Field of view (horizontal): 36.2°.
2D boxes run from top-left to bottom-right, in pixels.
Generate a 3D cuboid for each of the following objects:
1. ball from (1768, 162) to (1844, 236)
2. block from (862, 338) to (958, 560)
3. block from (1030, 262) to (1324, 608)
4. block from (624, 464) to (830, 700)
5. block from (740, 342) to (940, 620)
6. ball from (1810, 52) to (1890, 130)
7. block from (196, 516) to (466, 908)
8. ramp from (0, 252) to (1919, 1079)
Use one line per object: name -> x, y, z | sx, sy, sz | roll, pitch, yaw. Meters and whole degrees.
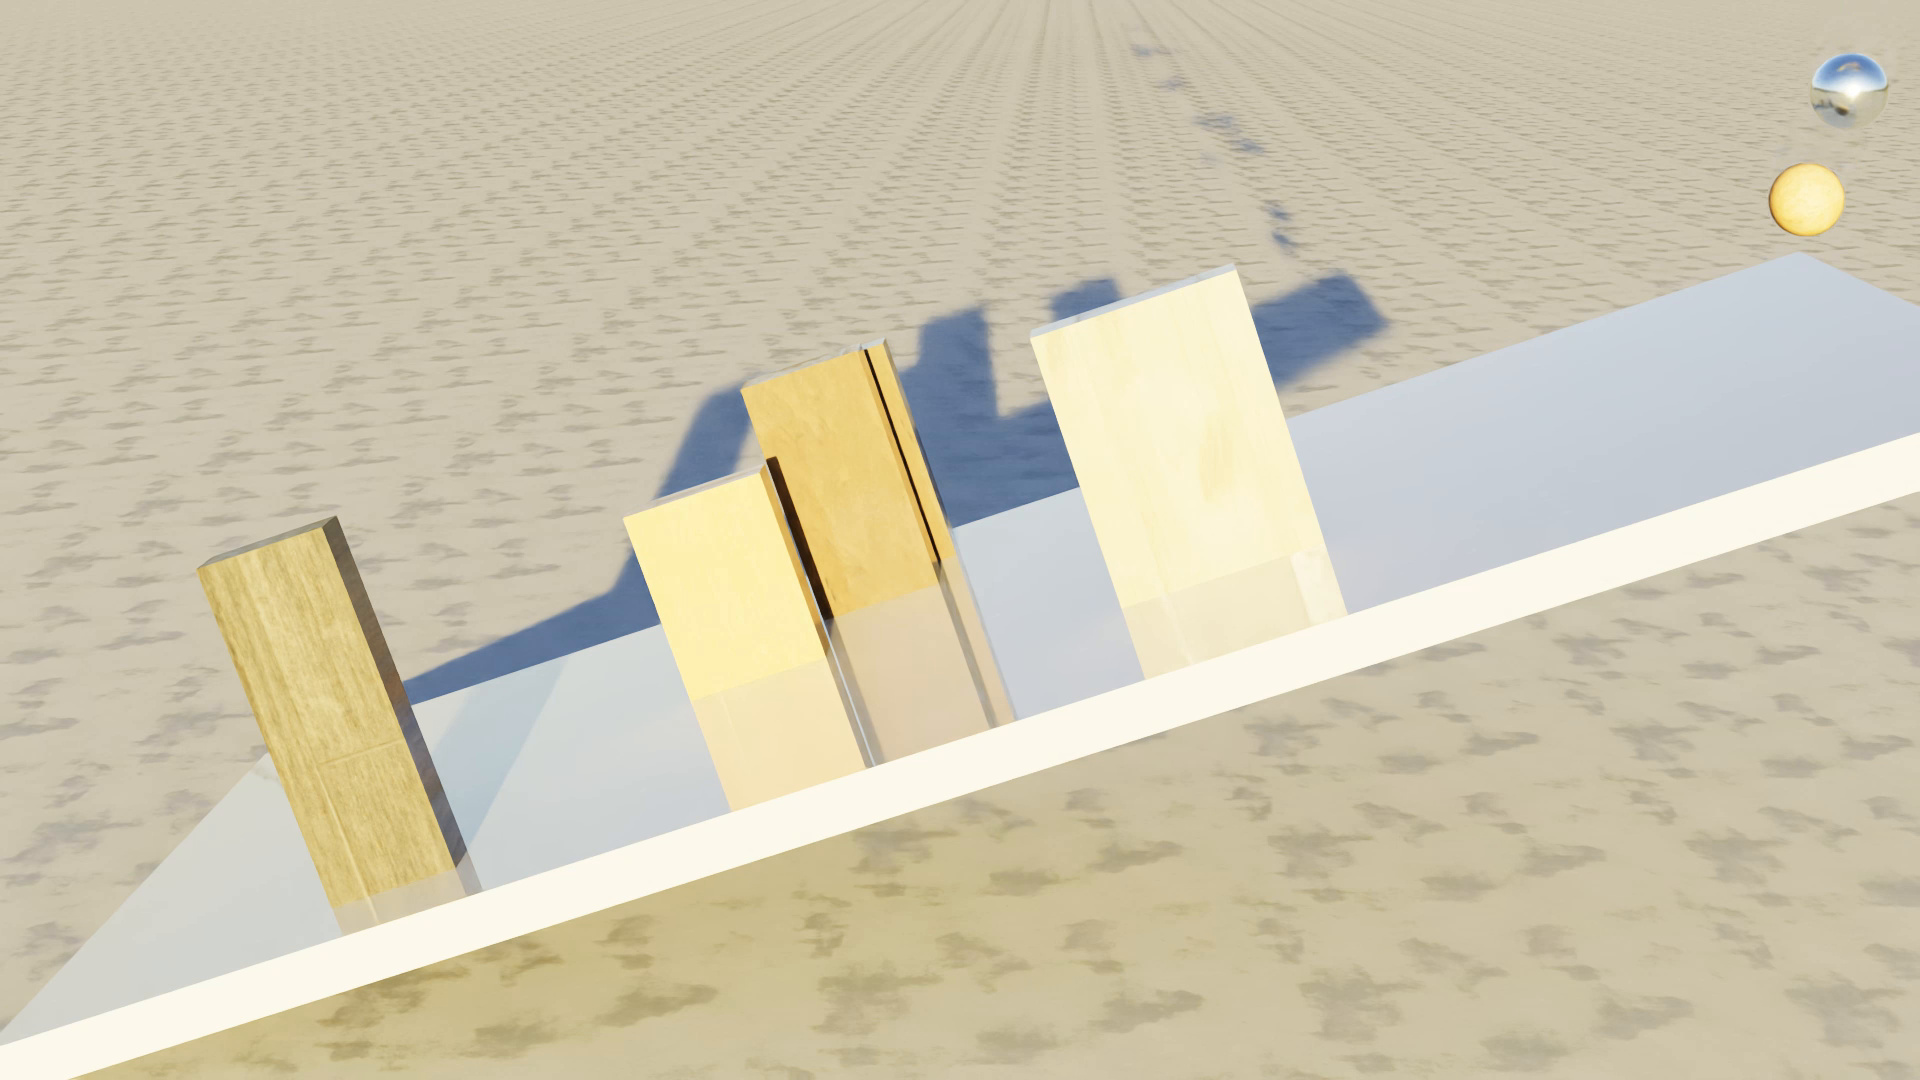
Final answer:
ball -> 1.709, -0.688, 5.939 | 0.149, 0.149, 0.149 | 0, 12, 0
block -> -0.257, -0.169, 6.978 | 0.347, 0.531, 0.104 | -18, 11, 6
block -> 0.432, -0.207, 5.859 | 0.424, 0.574, 0.118 | -18, 11, 6
block -> -0.505, 0.092, 6.392 | 0.312, 0.428, 0.113 | -18, 11, 6
block -> -0.270, -0.133, 6.735 | 0.279, 0.565, 0.128 | -18, 11, 6
ball -> 1.824, -0.921, 6.034 | 0.156, 0.156, 0.156 | 0, 12, 0
block -> -1.204, 0.332, 5.660 | 0.258, 0.707, 0.114 | -18, 11, 6
ramp -> 0.107, 0.180, 6.305 | 4.000, 0.100, 2.000 | -18, 11, 6
